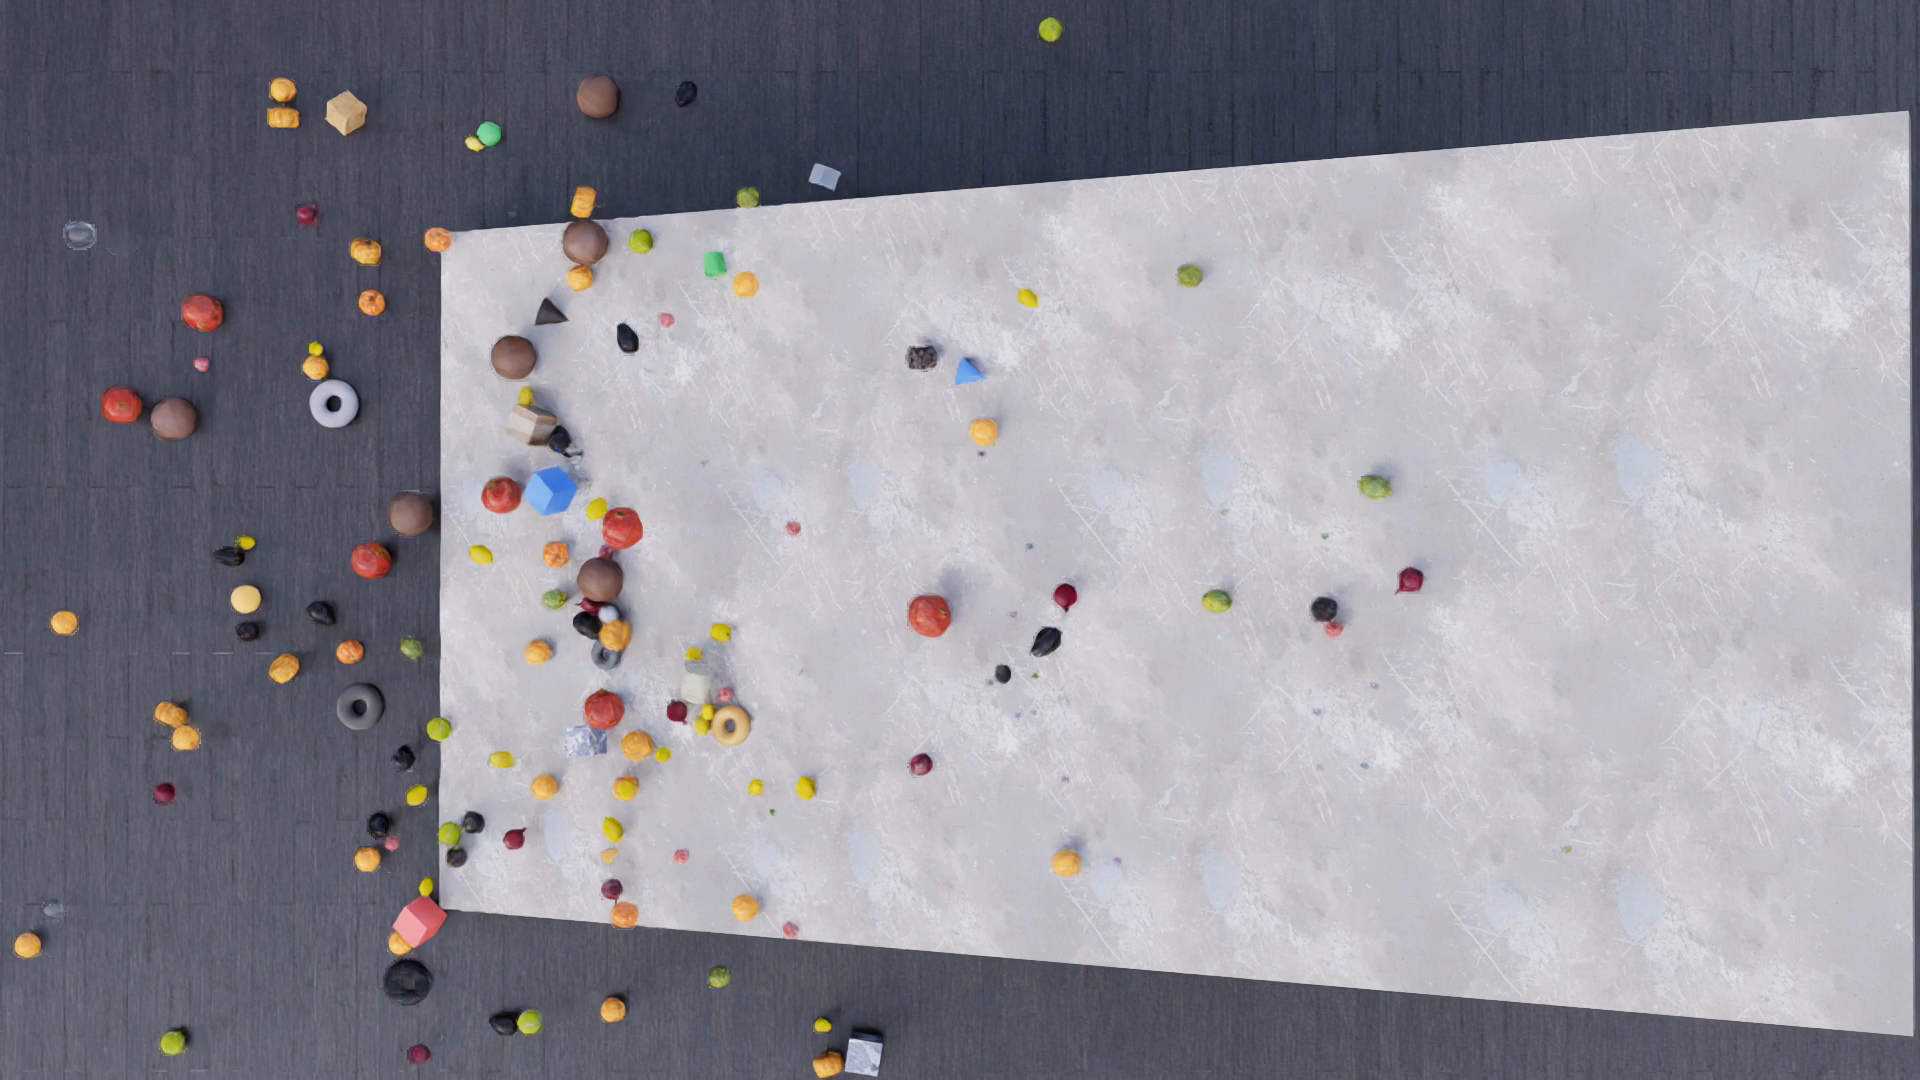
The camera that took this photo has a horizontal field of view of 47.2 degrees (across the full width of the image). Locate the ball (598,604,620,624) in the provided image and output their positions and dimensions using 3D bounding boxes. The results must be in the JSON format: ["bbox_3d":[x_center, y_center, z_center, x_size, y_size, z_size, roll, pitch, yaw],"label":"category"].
[{"bbox_3d":[-0.991,0.208,6.208,0.060,0.060,0.060,0,89,0],"label":"ball"}]

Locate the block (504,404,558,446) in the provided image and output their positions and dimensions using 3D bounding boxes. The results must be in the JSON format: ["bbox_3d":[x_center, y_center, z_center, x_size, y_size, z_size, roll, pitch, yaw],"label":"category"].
[{"bbox_3d":[-1.232,-0.330,6.314,0.091,0.091,0.091,26,101,24],"label":"block"}]

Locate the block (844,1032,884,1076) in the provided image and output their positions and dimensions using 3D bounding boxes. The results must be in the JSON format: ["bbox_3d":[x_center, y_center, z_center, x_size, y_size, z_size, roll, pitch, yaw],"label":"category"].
[{"bbox_3d":[-0.285,1.527,6.535,0.098,0.098,0.098,9,89,0],"label":"block"}]

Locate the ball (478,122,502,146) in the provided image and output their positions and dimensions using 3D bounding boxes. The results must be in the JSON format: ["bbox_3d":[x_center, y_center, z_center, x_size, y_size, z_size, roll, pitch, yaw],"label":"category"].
[{"bbox_3d":[-1.408,-1.216,6.579,0.070,0.070,0.070,0,89,0],"label":"ball"}]

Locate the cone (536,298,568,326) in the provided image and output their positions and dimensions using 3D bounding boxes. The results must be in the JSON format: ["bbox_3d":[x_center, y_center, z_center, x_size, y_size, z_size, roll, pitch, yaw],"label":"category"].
[{"bbox_3d":[-1.161,-0.642,6.312,0.086,0.086,0.086,21,89,-2],"label":"cone"}]

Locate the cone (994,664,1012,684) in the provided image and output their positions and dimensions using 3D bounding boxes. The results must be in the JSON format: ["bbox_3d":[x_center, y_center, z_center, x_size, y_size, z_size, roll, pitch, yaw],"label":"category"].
[{"bbox_3d":[0.100,0.348,5.678,0.050,0.050,0.050,0,89,26],"label":"cone"}]

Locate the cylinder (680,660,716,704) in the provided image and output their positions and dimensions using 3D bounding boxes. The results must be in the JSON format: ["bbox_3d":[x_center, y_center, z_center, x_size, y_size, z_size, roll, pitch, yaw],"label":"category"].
[{"bbox_3d":[-0.719,0.388,6.018,0.086,0.086,0.086,13,114,0],"label":"cylinder"}]

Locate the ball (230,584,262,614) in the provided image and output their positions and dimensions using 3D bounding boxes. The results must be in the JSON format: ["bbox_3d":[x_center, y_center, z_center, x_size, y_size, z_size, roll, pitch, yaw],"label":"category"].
[{"bbox_3d":[-2.129,0.175,6.556,0.086,0.086,0.086,0,89,0],"label":"ball"}]

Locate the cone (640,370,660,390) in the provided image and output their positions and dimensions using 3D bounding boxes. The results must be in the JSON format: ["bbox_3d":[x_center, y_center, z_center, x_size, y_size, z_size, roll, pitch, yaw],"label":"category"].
[{"bbox_3d":[-0.872,-0.442,6.136,0.057,0.057,0.057,11,100,0],"label":"cone"}]

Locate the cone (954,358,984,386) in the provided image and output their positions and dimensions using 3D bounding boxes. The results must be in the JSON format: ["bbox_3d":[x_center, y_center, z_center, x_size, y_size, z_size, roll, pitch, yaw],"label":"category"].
[{"bbox_3d":[0.032,-0.430,5.725,0.077,0.077,0.077,15,89,2],"label":"cone"}]

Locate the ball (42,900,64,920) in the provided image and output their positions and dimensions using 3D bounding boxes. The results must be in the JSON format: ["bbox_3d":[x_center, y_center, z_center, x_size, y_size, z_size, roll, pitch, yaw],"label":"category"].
[{"bbox_3d":[-2.704,1.101,6.560,0.058,0.058,0.058,0,89,0],"label":"ball"}]

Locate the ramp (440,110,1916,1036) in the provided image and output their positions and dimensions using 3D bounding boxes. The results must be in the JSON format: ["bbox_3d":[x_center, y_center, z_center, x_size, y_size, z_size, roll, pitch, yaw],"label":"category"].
[{"bbox_3d":[0.281,0.080,5.676,4.000,0.100,2.000,0,89,26],"label":"ramp"}]

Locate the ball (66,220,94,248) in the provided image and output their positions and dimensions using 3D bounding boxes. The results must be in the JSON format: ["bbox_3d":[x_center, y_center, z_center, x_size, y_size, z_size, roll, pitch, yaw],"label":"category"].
[{"bbox_3d":[-2.629,-0.915,6.570,0.081,0.081,0.081,0,89,0],"label":"ball"}]

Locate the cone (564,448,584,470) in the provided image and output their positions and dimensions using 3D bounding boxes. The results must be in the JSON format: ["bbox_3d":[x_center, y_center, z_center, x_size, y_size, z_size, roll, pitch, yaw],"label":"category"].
[{"bbox_3d":[-1.099,-0.222,6.284,0.059,0.059,0.059,-2,120,0],"label":"cone"}]

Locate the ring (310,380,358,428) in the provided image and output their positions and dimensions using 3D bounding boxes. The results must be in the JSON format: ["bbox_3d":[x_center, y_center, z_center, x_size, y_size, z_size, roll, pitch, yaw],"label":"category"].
[{"bbox_3d":[-1.873,-0.408,6.581,0.146,0.049,0.146,0,89,1],"label":"ring"}]

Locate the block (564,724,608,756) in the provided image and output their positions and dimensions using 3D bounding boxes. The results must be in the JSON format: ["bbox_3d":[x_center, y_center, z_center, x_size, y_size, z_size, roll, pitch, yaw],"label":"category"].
[{"bbox_3d":[-1.059,0.568,6.225,0.082,0.082,0.082,-6,87,26],"label":"block"}]

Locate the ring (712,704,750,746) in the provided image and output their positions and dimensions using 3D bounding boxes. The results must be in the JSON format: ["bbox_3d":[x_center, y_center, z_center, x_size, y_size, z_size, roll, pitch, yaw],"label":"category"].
[{"bbox_3d":[-0.629,0.510,6.040,0.117,0.039,0.117,0,90,25],"label":"ring"}]

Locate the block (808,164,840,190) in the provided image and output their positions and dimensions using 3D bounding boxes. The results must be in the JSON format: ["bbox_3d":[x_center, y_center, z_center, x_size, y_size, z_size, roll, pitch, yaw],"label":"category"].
[{"bbox_3d":[-0.392,-1.052,6.374,0.057,0.057,0.057,16,95,-39],"label":"block"}]

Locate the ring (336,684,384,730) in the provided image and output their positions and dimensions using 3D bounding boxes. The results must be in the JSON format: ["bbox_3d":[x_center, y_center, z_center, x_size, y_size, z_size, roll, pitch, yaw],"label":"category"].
[{"bbox_3d":[-1.794,0.499,6.573,0.139,0.046,0.139,0,89,-1],"label":"ring"}]

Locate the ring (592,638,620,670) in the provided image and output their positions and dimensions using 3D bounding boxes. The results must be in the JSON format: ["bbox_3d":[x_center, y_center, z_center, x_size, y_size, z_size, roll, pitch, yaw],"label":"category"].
[{"bbox_3d":[-1.003,0.323,6.228,0.094,0.031,0.094,0,90,25],"label":"ring"}]

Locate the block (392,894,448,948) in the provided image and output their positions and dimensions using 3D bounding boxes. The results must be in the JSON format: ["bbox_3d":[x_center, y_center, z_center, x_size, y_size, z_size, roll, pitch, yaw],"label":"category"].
[{"bbox_3d":[-1.592,1.123,6.482,0.094,0.094,0.094,42,119,10],"label":"block"}]

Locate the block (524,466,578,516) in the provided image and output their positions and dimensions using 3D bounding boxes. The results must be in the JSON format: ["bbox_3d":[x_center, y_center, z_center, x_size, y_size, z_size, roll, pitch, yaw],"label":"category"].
[{"bbox_3d":[-1.165,-0.138,6.255,0.091,0.091,0.091,47,125,19],"label":"block"}]

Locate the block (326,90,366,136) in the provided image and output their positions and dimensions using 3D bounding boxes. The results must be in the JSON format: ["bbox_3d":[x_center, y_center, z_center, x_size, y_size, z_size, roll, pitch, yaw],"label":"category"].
[{"bbox_3d":[-1.824,-1.269,6.536,0.079,0.079,0.079,42,55,7],"label":"block"}]

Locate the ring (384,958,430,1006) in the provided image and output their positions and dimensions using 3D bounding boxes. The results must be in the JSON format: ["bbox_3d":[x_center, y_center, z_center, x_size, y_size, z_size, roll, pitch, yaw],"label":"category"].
[{"bbox_3d":[-1.648,1.320,6.563,0.139,0.046,0.139,0,89,2],"label":"ring"}]

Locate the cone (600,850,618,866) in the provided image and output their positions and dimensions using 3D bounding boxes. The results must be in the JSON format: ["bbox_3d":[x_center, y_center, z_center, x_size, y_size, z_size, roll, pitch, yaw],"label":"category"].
[{"bbox_3d":[-0.985,0.889,6.218,0.050,0.050,0.050,-30,89,-5],"label":"cone"}]
